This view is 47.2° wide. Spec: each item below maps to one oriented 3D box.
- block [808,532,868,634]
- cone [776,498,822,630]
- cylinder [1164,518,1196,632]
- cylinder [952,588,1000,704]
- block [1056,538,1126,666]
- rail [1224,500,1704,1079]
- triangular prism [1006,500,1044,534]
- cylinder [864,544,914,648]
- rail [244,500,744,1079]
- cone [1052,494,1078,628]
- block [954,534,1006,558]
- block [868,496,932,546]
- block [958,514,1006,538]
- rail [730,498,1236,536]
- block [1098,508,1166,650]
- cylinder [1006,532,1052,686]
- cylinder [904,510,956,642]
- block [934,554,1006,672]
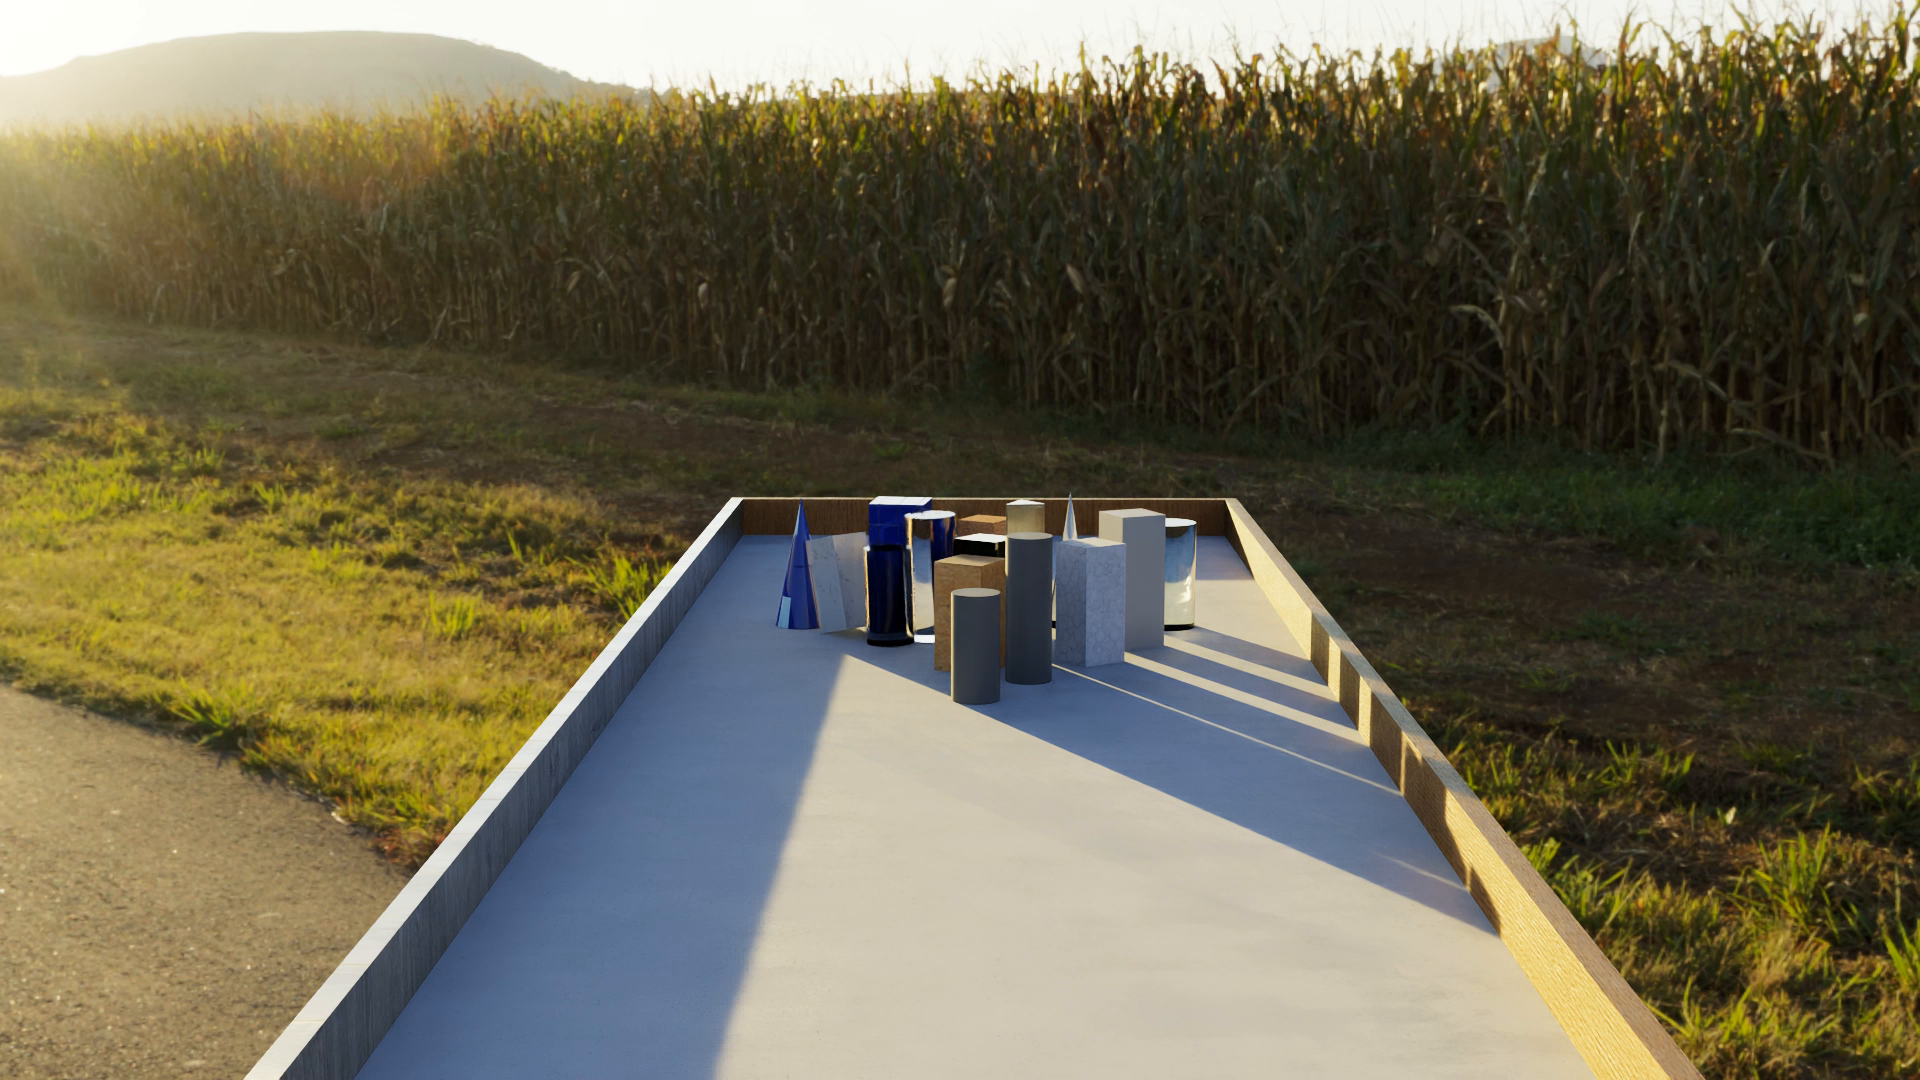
[{"bbox_3d":[-0.375,0.137,7.105,0.135,0.303,0.135,-8,-2,-40],"label":"block"},{"bbox_3d":[-0.519,0.068,7.221,0.177,0.425,0.177,0,9,0],"label":"cone"},{"bbox_3d":[0.682,0.112,7.198,0.175,0.345,0.175,0,9,0],"label":"cylinder"},{"bbox_3d":[0.044,0.297,6.160,0.138,0.306,0.138,0,9,0],"label":"cylinder"},{"bbox_3d":[0.396,0.187,6.676,0.150,0.362,0.150,-6,11,-34],"label":"block"},{"bbox_3d":[1.046,0.843,3.208,0.050,0.150,12.000,0,9,1],"label":"rail"},{"bbox_3d":[0.198,0.103,6.917,0.118,0.451,0.102,-1,9,-6],"label":"triangular prism"},{"bbox_3d":[-0.224,0.173,6.933,0.150,0.303,0.150,-2,9,0],"label":"cylinder"},{"bbox_3d":[-1.004,0.839,3.234,0.050,0.150,12.000,0,9,1],"label":"rail"},{"bbox_3d":[0.360,0.060,7.202,0.148,0.447,0.148,0,9,0],"label":"cone"},{"bbox_3d":[0.081,0.175,6.719,0.149,0.367,0.149,6,9,32],"label":"block"},{"bbox_3d":[-0.194,0.076,7.207,0.180,0.414,0.180,1,9,7],"label":"block"},{"bbox_3d":[0.085,0.107,7.190,0.134,0.358,0.134,5,10,29],"label":"block"},{"bbox_3d":[0.099,-0.098,9.147,2.100,0.150,0.050,0,9,1],"label":"rail"},{"bbox_3d":[0.539,0.121,6.913,0.153,0.417,0.153,-4,10,-24],"label":"block"},{"bbox_3d":[0.200,0.198,6.395,0.136,0.427,0.136,0,9,0],"label":"cylinder"},{"bbox_3d":[-0.089,0.115,6.999,0.161,0.397,0.161,-2,10,0],"label":"cylinder"},{"bbox_3d":[0.033,0.221,6.563,0.160,0.328,0.160,5,10,30],"label":"block"}]
